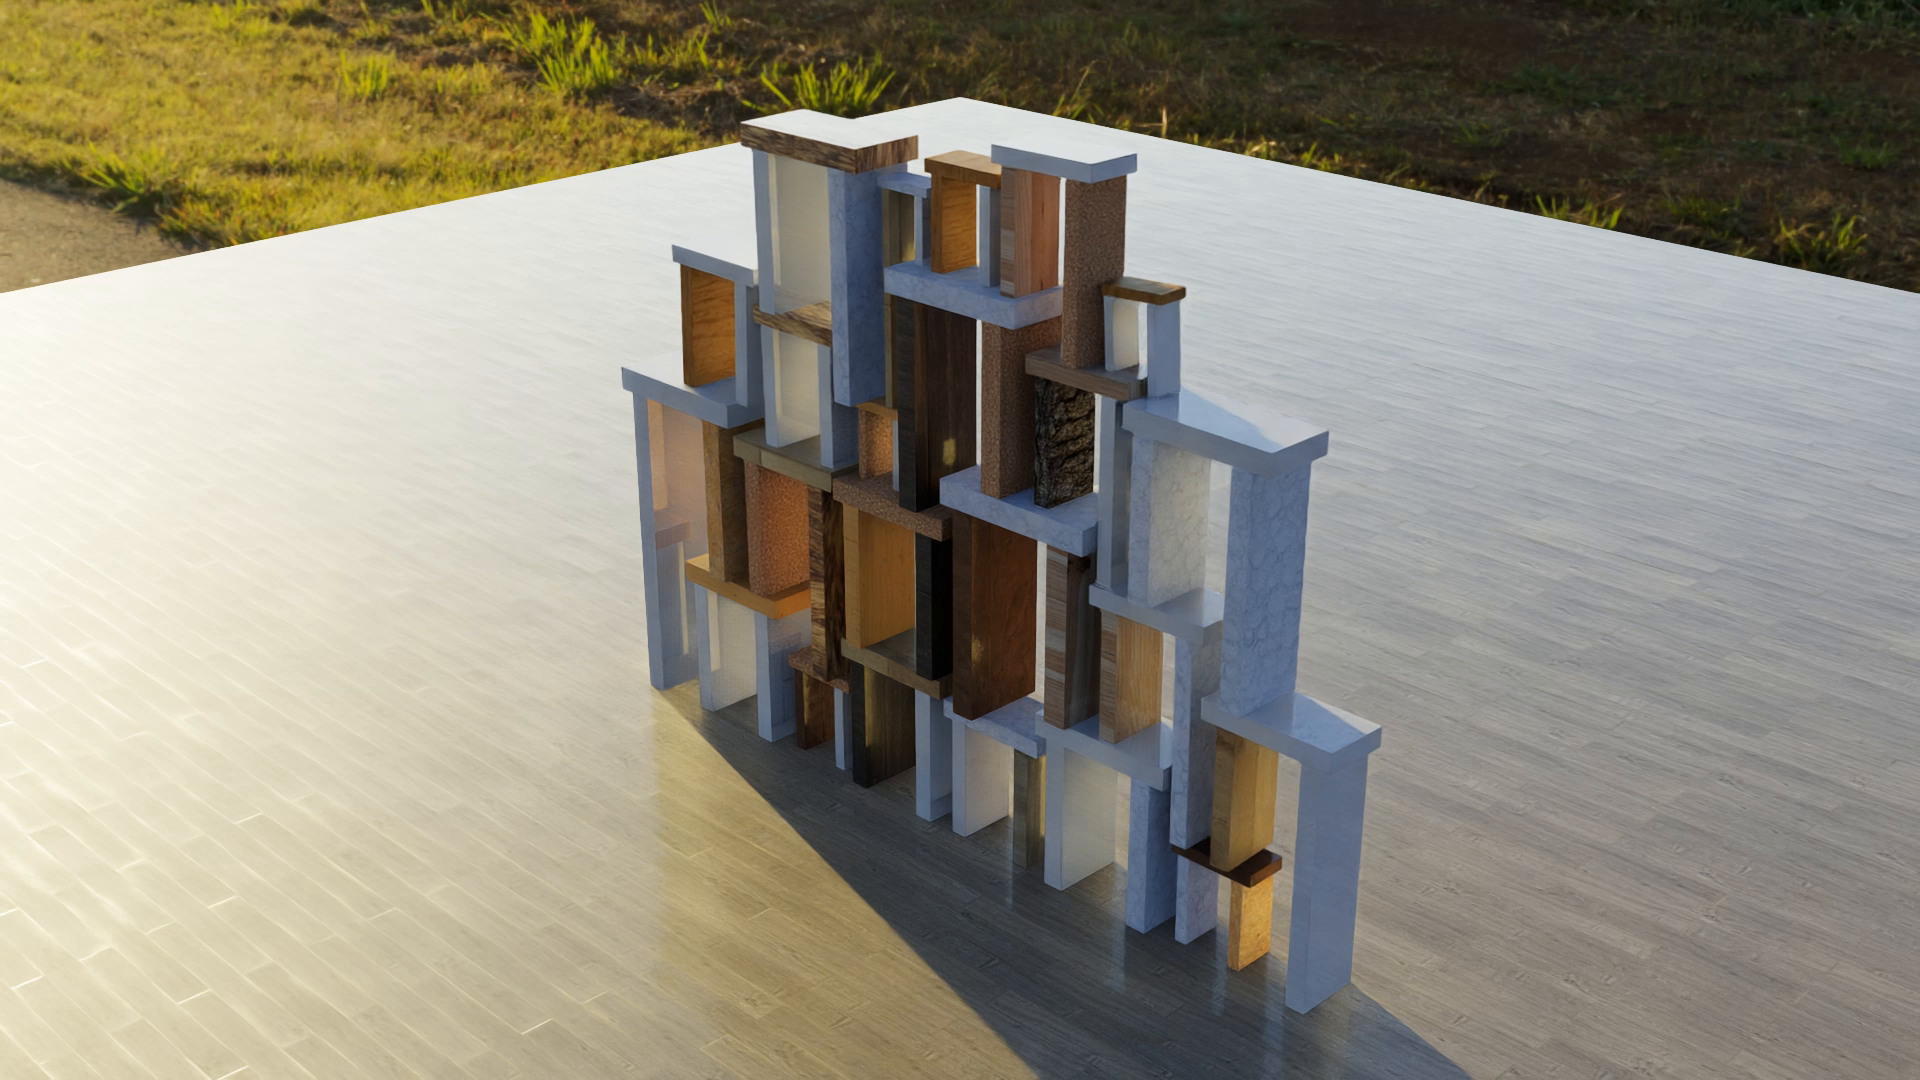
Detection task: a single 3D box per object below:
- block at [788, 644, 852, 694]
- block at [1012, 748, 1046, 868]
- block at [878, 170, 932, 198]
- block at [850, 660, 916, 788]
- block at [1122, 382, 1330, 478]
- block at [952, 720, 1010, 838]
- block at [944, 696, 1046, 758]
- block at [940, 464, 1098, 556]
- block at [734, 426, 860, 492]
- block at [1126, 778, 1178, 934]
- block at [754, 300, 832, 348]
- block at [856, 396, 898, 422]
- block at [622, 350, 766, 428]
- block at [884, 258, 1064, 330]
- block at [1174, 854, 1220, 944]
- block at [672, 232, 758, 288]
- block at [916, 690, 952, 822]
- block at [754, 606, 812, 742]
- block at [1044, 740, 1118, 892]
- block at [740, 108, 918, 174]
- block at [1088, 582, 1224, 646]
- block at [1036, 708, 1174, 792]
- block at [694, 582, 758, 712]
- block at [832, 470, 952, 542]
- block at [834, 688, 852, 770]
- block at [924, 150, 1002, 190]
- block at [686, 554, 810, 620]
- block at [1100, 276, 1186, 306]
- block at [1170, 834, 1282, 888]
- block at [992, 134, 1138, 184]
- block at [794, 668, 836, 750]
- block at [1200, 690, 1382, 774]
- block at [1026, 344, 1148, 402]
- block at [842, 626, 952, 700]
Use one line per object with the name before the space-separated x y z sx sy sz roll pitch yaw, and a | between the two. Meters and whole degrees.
block | -0.263 0.266 4.621 0.093 0.026 0.186 -22 31 -40
block | 0.160 0.499 4.264 0.125 0.250 0.035 -21 31 -41
block | -0.084 -0.653 4.037 0.130 0.018 0.065 21 31 40
block | -0.157 0.359 4.552 0.040 0.284 0.142 21 31 41
block | 0.440 -0.185 3.665 0.311 0.044 0.156 22 31 39
block | 0.042 0.453 4.372 0.125 0.250 0.035 -21 31 -41
block | 0.101 0.345 4.262 0.125 0.035 0.250 -21 31 -40
block | 0.151 -0.067 4.033 0.356 0.050 0.178 21 31 41
block | -0.306 -0.174 4.473 0.150 0.042 0.300 -22 31 -40
block | 0.378 0.555 4.055 0.044 0.310 0.155 21 31 41
block | -0.277 -0.434 4.335 0.127 0.036 0.254 -21 31 -40
block | -0.130 -0.261 4.257 0.145 0.021 0.072 21 31 41
block | -0.539 -0.324 4.672 0.178 0.050 0.356 -22 31 -40
block | 0.035 -0.456 3.987 0.328 0.046 0.164 21 31 40
block | 0.435 0.640 4.020 0.026 0.181 0.090 21 31 41
block | -0.454 -0.571 4.475 0.130 0.037 0.260 -21 32 -40
block | -0.023 0.411 4.428 0.040 0.284 0.142 21 31 41
block | -0.367 0.271 4.738 0.150 0.300 0.042 -21 31 -41
block | 0.232 0.498 4.190 0.044 0.310 0.155 21 31 41
block | -0.249 -0.757 4.163 0.323 0.046 0.162 21 31 40
block | 0.368 0.113 3.868 0.261 0.037 0.130 20 30 41
block | 0.305 0.363 4.054 0.310 0.044 0.155 21 31 41
block | -0.508 0.216 4.868 0.150 0.300 0.042 -21 31 -41
block | -0.089 -0.079 4.282 0.304 0.043 0.152 21 31 41
block | -0.219 0.382 4.622 0.093 0.186 0.026 -21 31 -41
block | 0.032 -0.660 3.914 0.181 0.026 0.090 21 31 40
block | -0.438 0.086 4.736 0.150 0.042 0.300 -21 31 -40
block | 0.310 -0.421 3.716 0.131 0.019 0.066 17 28 41
block | 0.476 0.562 3.940 0.181 0.026 0.090 21 31 40
block | 0.176 -0.652 3.750 0.116 0.033 0.232 -21 30 -40
block | -0.307 0.347 4.703 0.093 0.186 0.026 -21 31 -41
block | 0.562 0.311 3.740 0.139 0.039 0.277 -21 30 -40
block | 0.243 -0.296 3.837 0.121 0.034 0.243 -20 29 -39
block | -0.091 0.235 4.427 0.284 0.040 0.142 21 31 41
